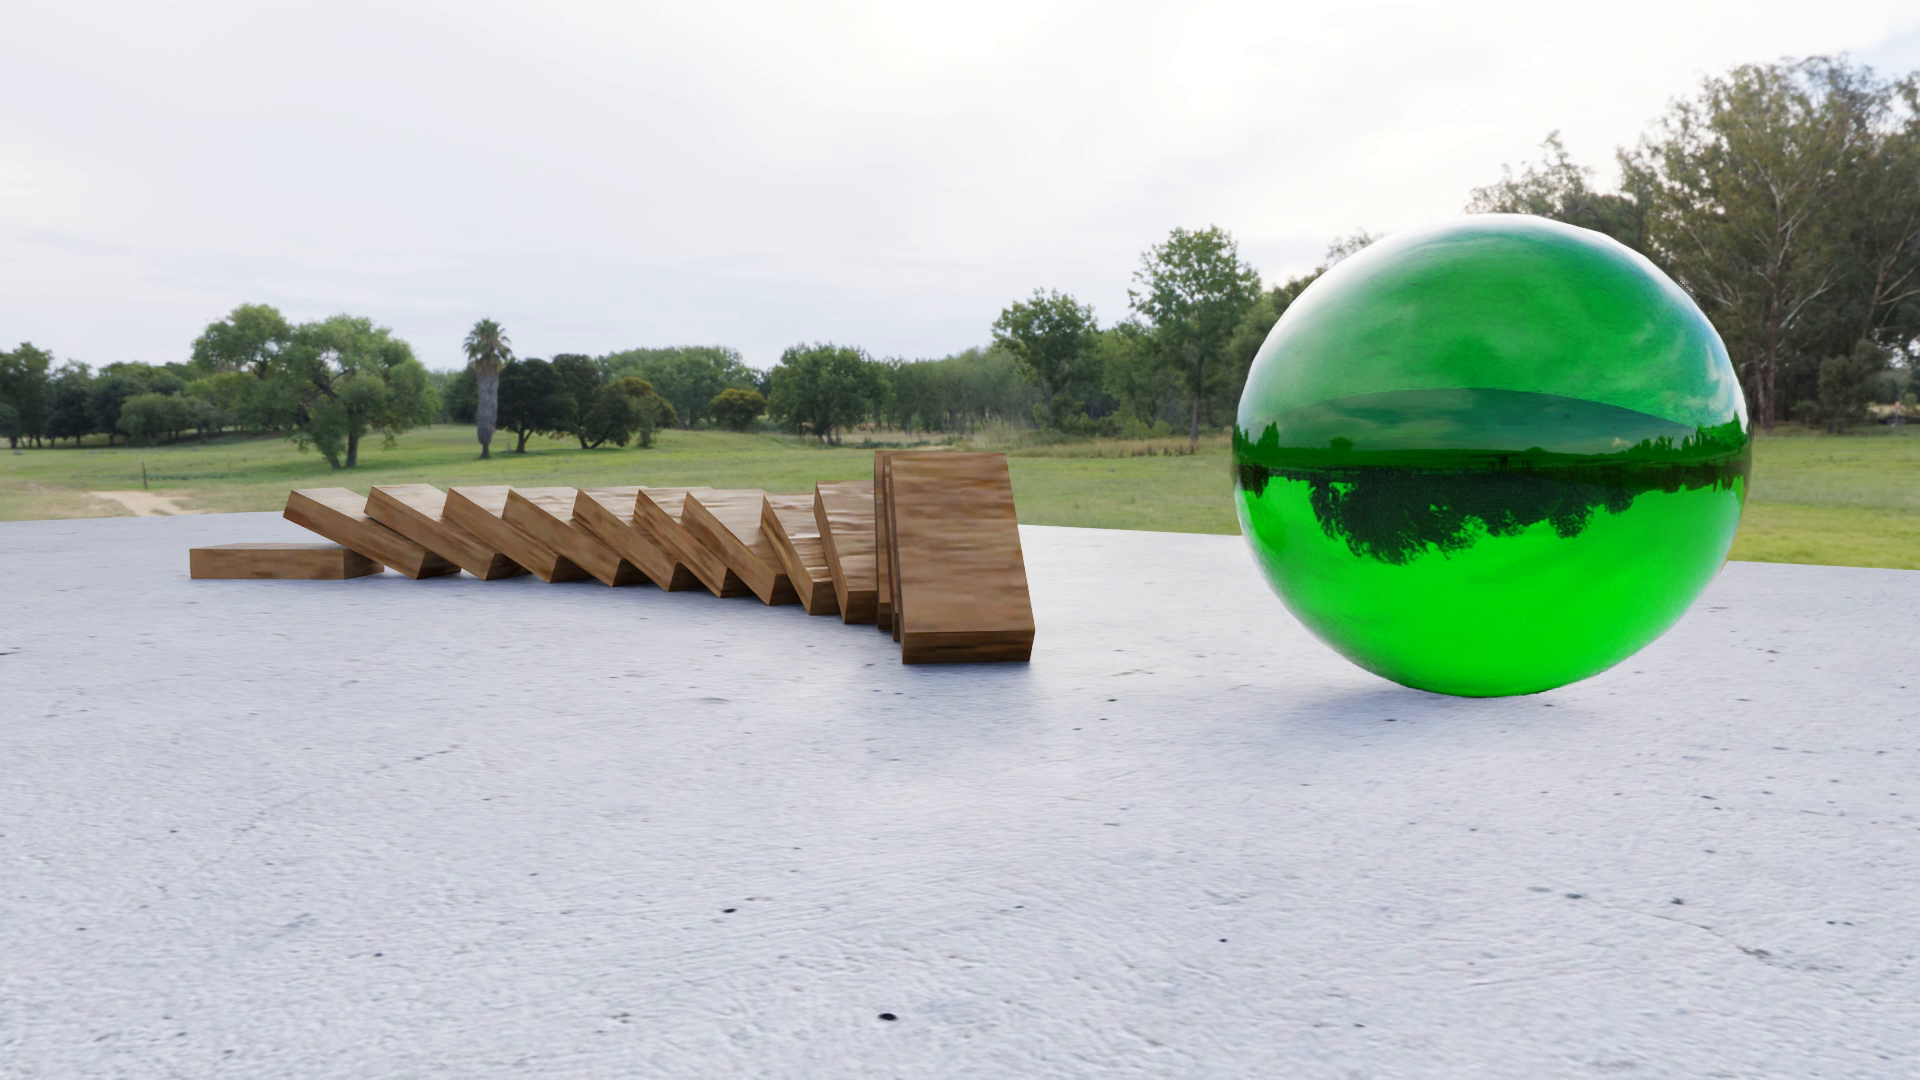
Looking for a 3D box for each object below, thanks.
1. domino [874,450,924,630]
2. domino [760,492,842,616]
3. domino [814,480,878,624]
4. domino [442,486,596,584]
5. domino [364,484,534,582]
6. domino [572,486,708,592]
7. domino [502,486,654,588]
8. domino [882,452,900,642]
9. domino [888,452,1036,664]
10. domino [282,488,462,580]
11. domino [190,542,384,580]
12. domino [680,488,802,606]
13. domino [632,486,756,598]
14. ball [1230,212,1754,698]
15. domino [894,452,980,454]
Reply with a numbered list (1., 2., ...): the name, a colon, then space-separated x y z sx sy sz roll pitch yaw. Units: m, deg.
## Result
1. domino: -0.007 -0.001 0.306 0.025 0.009 0.050 0 46 -6
2. domino: -0.034 0.003 0.341 0.025 0.010 0.050 -2 28 -24
3. domino: -0.021 0.002 0.323 0.025 0.010 0.050 -1 34 -16
4. domino: -0.138 -0.003 0.411 0.050 0.009 0.025 28 16 23
5. domino: -0.164 -0.003 0.415 0.050 0.009 0.025 26 11 14
6. domino: -0.093 -0.001 0.390 0.050 0.010 0.025 32 22 32
7. domino: -0.116 -0.002 0.401 0.050 0.009 0.025 28 17 24
8. domino: -0.004 0.000 0.292 0.025 0.009 0.050 -1 46 -7
9. domino: -0.001 0.003 0.264 0.025 0.010 0.050 -1 46 -7
10. domino: -0.189 -0.003 0.416 0.050 0.009 0.025 23 8 8
11. domino: -0.217 0.007 0.416 0.050 0.009 0.025 0 4 3
12. domino: -0.055 0.001 0.360 0.025 0.009 0.050 -4 30 -41
13. domino: -0.072 0.000 0.376 0.025 0.009 0.050 -4 30 -44
14. ball: 0.086 -0.014 0.215 0.080 0.080 0.080 0 4 0
15. domino: -0.001 0.001 0.278 0.025 0.010 0.050 -1 46 -7
